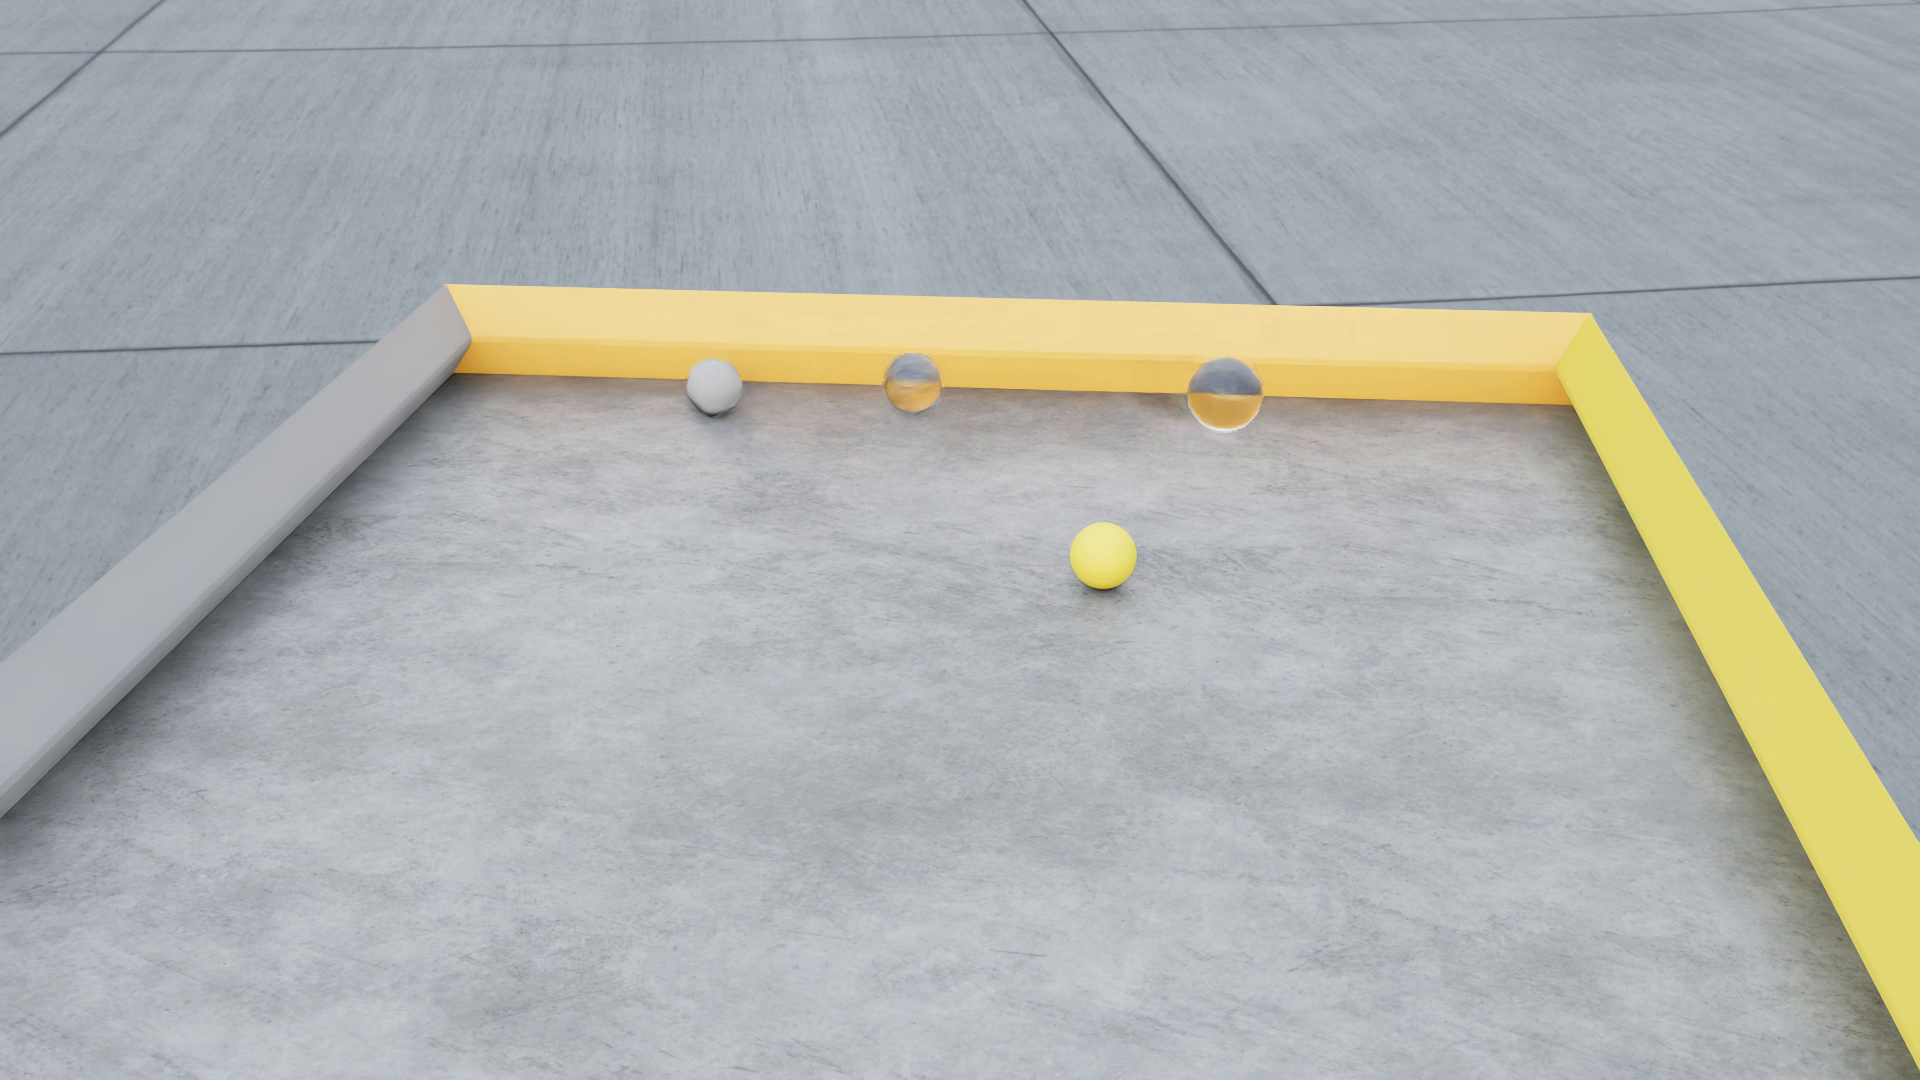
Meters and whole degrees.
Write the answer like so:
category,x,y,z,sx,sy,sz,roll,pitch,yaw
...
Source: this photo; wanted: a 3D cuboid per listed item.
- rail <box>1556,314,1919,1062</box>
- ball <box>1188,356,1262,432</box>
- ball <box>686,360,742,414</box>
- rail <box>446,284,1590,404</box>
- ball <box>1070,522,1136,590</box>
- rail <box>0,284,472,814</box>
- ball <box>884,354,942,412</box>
category,x,y,z,sx,sy,sz,roll,pitch,yaw
rail,0.664,0.236,1.662,0.045,0.121,2.529,2,22,5
ball,0.330,-0.181,2.740,0.093,0.093,0.093,0,22,0
ball,-0.313,-0.195,2.805,0.070,0.070,0.070,0,22,0
rail,0.057,-0.250,2.872,1.501,0.121,0.045,2,22,5
ball,0.149,0.016,2.281,0.070,0.070,0.070,0,22,0
rail,-0.783,0.185,1.788,0.045,0.121,2.529,2,22,5
ball,-0.060,-0.200,2.814,0.074,0.074,0.074,0,22,0
